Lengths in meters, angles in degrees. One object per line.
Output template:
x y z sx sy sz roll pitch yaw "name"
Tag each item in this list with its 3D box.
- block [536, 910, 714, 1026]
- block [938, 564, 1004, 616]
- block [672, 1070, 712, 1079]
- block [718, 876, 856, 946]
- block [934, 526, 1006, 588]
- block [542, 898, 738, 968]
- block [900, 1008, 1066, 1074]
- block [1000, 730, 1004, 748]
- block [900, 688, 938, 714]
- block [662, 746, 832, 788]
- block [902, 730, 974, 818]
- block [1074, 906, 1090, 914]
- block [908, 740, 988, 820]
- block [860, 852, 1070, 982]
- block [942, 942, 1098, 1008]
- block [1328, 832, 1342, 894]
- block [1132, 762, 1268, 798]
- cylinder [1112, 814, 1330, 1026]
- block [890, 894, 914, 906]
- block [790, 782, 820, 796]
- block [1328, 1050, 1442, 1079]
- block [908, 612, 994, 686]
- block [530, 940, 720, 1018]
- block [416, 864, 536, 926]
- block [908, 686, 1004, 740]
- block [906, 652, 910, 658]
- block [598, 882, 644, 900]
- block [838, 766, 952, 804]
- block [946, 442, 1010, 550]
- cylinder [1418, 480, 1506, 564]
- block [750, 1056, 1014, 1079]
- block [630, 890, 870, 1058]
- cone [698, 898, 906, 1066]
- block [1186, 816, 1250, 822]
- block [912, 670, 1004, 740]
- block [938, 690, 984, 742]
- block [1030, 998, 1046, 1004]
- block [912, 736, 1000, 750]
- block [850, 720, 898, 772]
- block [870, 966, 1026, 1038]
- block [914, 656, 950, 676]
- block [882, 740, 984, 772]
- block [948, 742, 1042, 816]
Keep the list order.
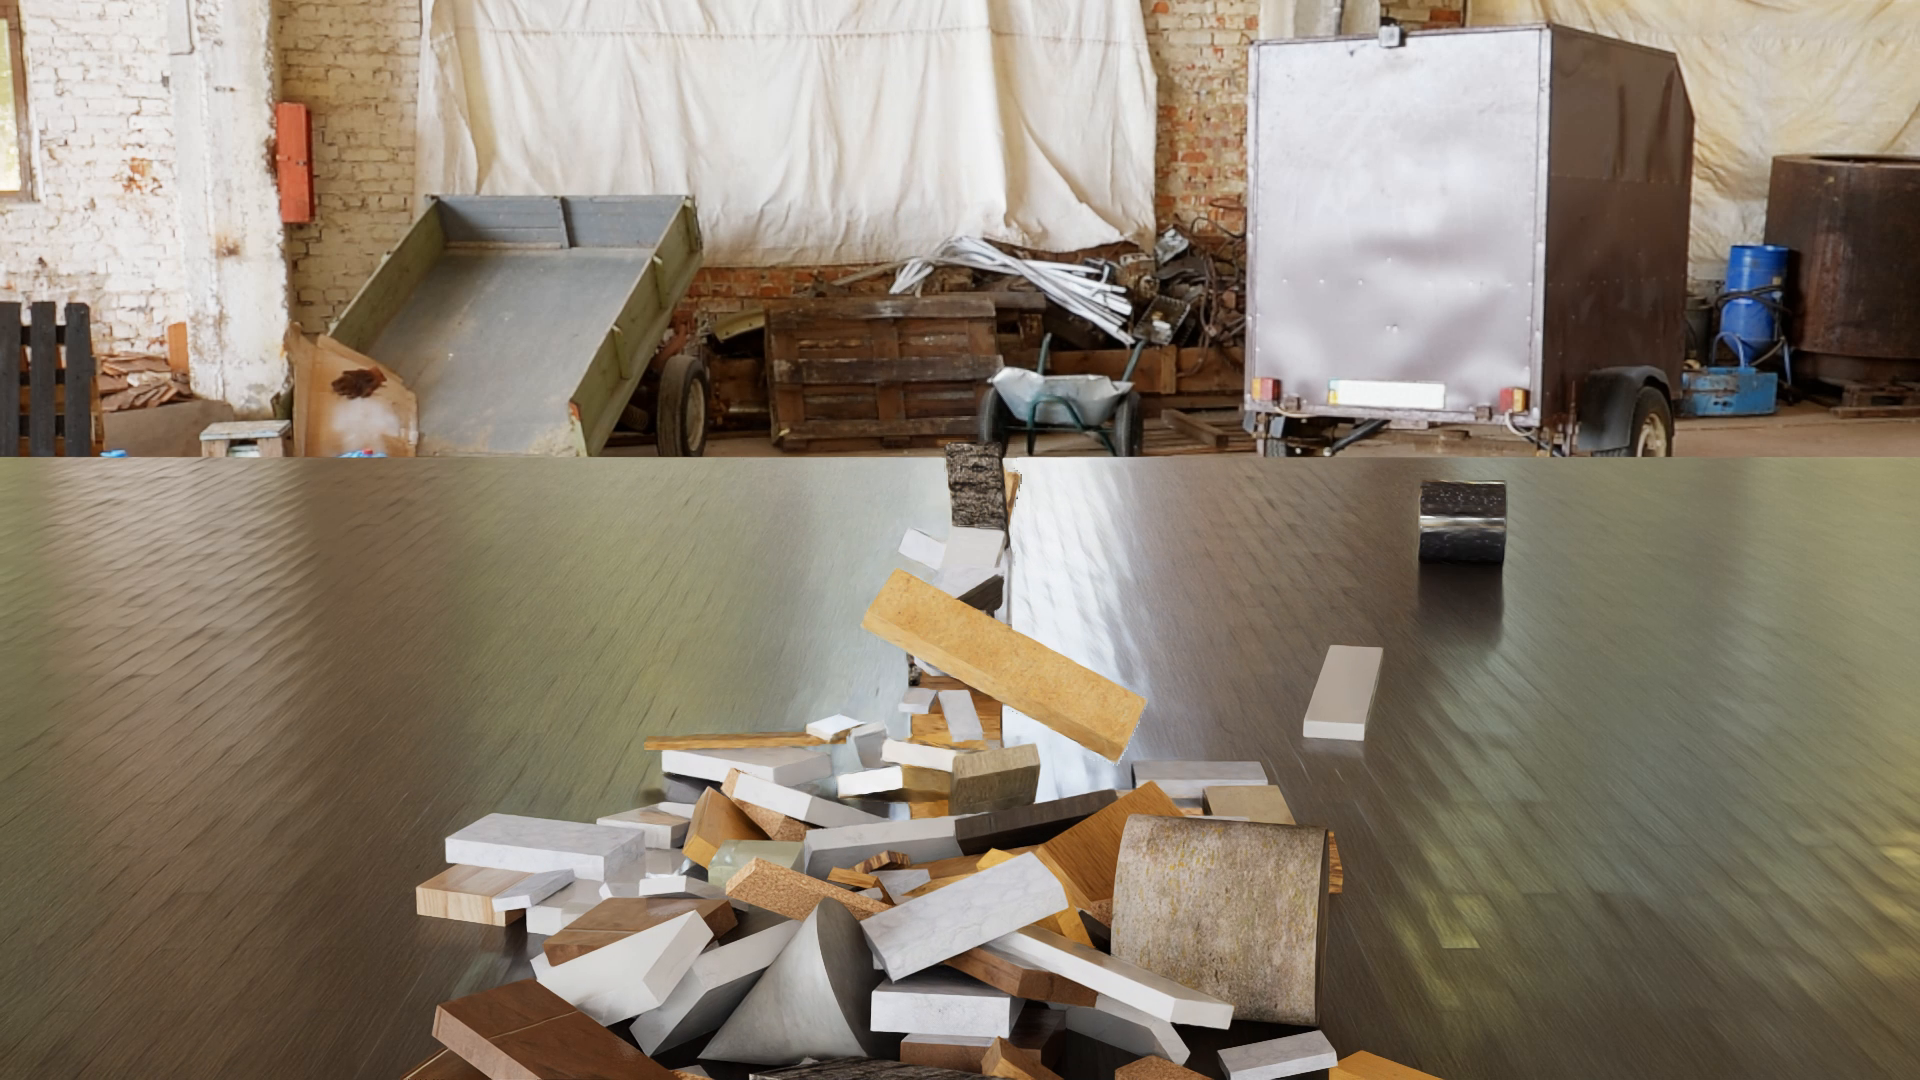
-0.487 0.605 2.975 0.307 0.043 0.153 -26 14 32 "block"
0.007 0.138 4.665 0.120 0.034 0.239 5 36 14 "block"
-0.311 0.704 2.794 0.132 0.019 0.066 19 -29 -16 "block"
-0.314 0.589 3.276 0.308 0.044 0.154 -23 12 -32 "block"
0.017 0.071 4.808 0.120 0.034 0.239 5 46 14 "block"
-0.462 0.565 3.156 0.274 0.039 0.137 -8 17 43 "block"
0.036 0.664 2.896 0.176 0.050 0.351 1 -4 8 "block"
-0.001 0.391 4.274 0.163 0.046 0.326 -1 26 -4 "block"
-0.077 0.302 4.132 0.055 0.016 0.111 3 12 8 "block"
-0.420 0.435 4.306 0.314 0.044 0.157 4 8 41 "block"
-0.015 0.427 3.919 0.125 0.035 0.250 -9 30 -17 "block"
0.172 0.605 3.255 0.061 0.121 0.017 9 14 41 "block"
-0.014 0.464 3.934 0.154 0.044 0.308 -2 28 -5 "block"
0.005 0.507 2.974 0.257 0.036 0.129 -21 17 -12 "block"
0.057 0.571 2.970 0.131 0.037 0.263 16 -3 -34 "block"
0.505 0.545 3.728 0.268 0.038 0.134 0 24 2 "block"
0.462 0.463 4.255 0.251 0.036 0.126 0 11 1 "block"
0.378 0.543 3.155 0.281 0.281 0.281 2 11 13 "cylinder"
-0.121 0.583 3.458 0.164 0.023 0.082 0 -35 38 "block"
-0.334 0.477 4.229 0.118 0.017 0.059 5 11 27 "block"
0.571 0.719 2.919 0.073 0.021 0.146 -10 14 -43 "block"
-0.015 0.221 4.658 0.177 0.050 0.354 1 19 1 "block"
-0.484 0.611 3.184 0.154 0.044 0.308 -28 15 -33 "block"
-0.748 0.562 3.692 0.164 0.047 0.329 4 11 20 "block"
-0.009 0.381 4.408 0.177 0.050 0.354 -1 26 -3 "block"
-0.015 0.318 4.645 0.177 0.050 0.354 -1 29 -4 "block"
-0.501 0.577 3.478 0.138 0.020 0.069 14 33 -49 "block"
-0.084 0.413 3.698 0.125 0.035 0.250 -12 -14 29 "block"
0.040 -0.098 4.888 0.120 0.239 0.034 0 20 16 "block"
1.474 -0.052 6.464 0.241 0.241 0.241 2 11 10 "cylinder"
-0.052 0.637 2.484 0.351 0.050 0.175 -3 -5 41 "block"
-0.283 0.611 3.109 0.354 0.177 0.050 -12 59 -49 "block"
-0.247 0.657 2.994 0.258 0.258 0.258 -25 7 10 "cone"
0.387 0.516 3.547 0.295 0.042 0.148 8 44 -41 "block"
0.001 0.312 4.241 0.163 0.046 0.326 1 12 2 "block"
0.002 0.323 4.055 0.055 0.016 0.143 -3 30 -11 "block"
0.153 0.623 3.127 0.030 0.105 0.210 -43 25 -29 "block"
-0.004 0.440 4.074 0.163 0.046 0.326 0 28 -2 "block"
-0.168 0.406 4.306 0.067 0.133 0.019 -16 51 -2 "block"
-0.009 0.619 2.983 0.177 0.050 0.354 2 -4 6 "block"
-0.048 0.249 4.380 0.055 0.016 0.111 -4 13 -20 "block"
-0.044 0.373 3.807 0.125 0.035 0.250 8 -4 12 "block"
0.055 0.428 3.681 0.139 0.039 0.278 -9 -30 -8 "block"
